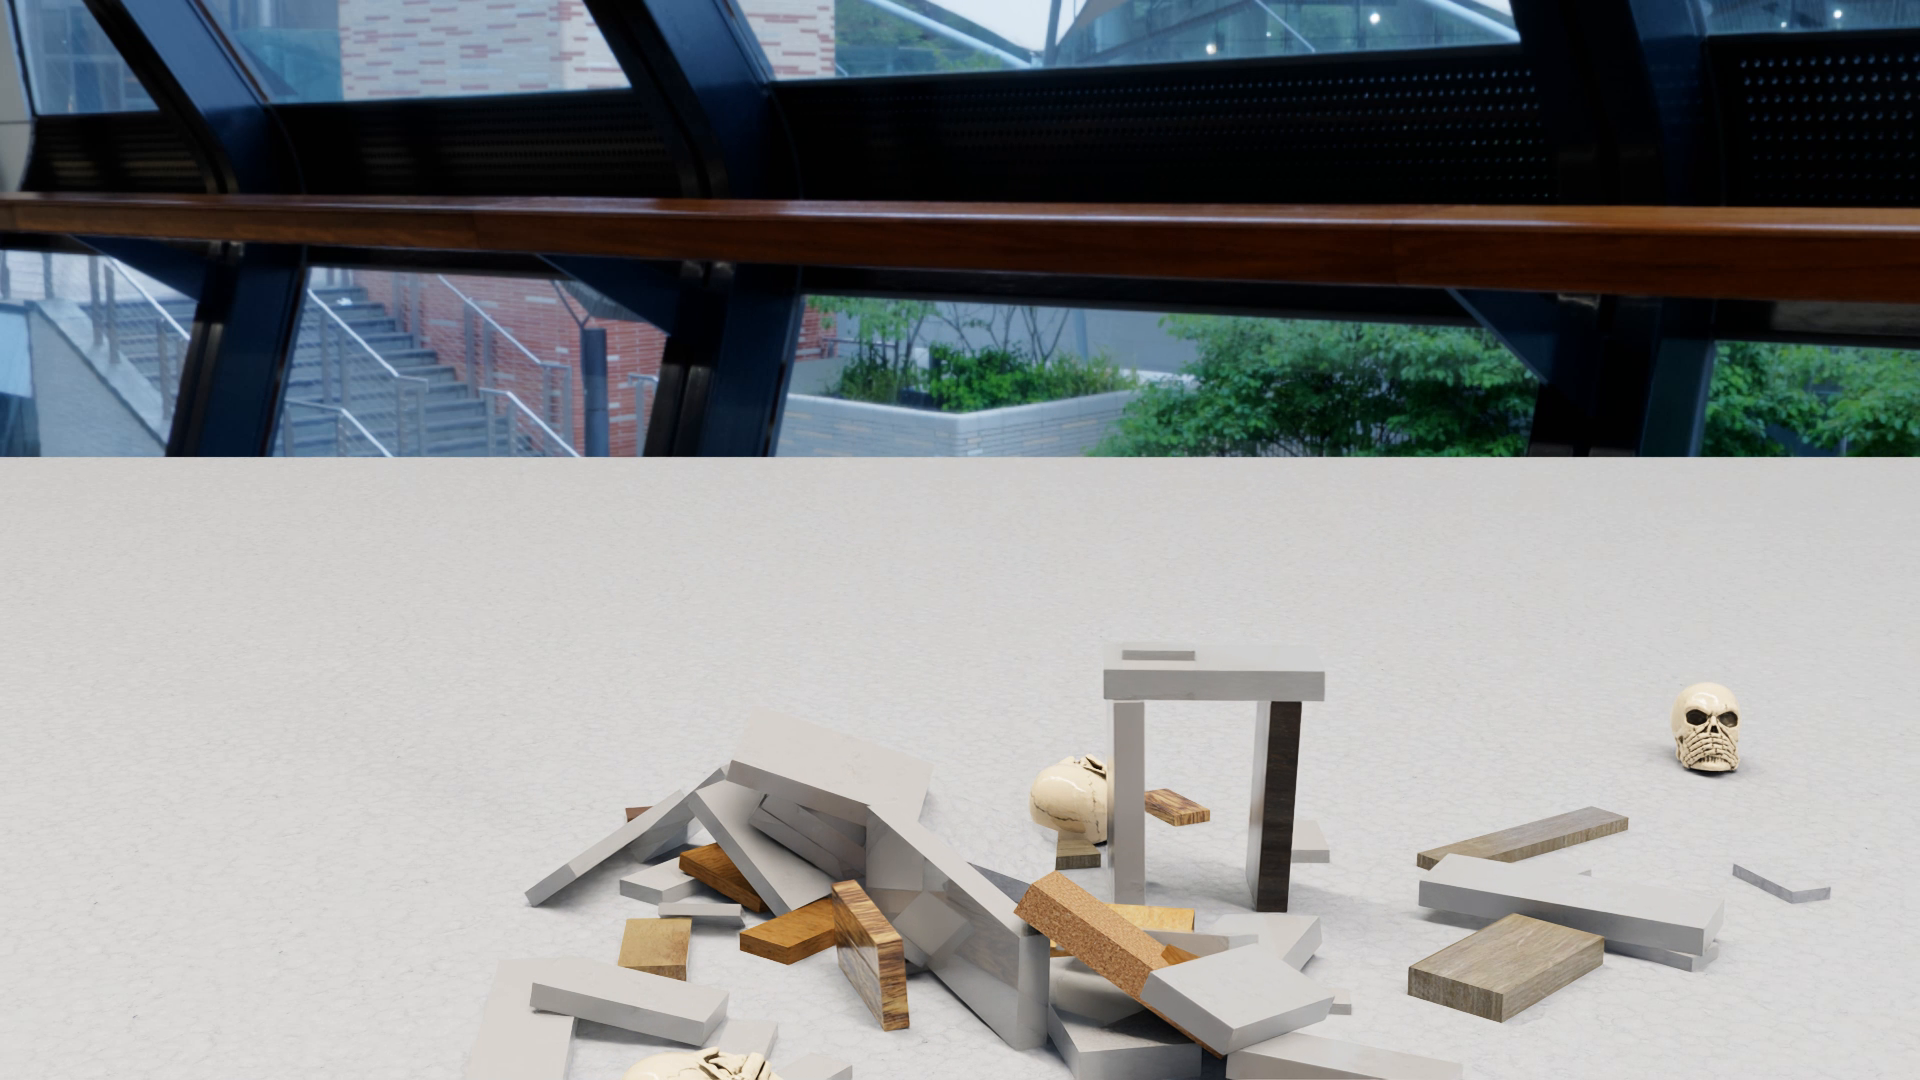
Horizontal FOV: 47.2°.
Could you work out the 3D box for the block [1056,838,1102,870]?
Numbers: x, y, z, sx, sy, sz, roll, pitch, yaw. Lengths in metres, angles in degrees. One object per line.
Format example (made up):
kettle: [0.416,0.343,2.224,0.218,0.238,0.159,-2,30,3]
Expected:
block: [0.152,0.549,3.823,0.168,0.024,0.084,-2,11,-12]

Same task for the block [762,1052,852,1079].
block: [-0.213,0.720,2.914,0.070,0.020,0.140,7,13,34]

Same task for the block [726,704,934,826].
block: [-0.209,0.378,3.583,0.313,0.044,0.157,18,31,0]

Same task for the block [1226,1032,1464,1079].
block: [0.497,0.685,2.838,0.276,0.039,0.138,6,3,23]

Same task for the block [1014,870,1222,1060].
block: [0.242,0.583,3.041,0.338,0.048,0.169,34,6,13]

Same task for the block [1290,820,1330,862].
block: [0.602,0.534,3.904,0.084,0.024,0.167,0,11,1]

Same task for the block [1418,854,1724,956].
block: [0.969,0.576,3.495,0.443,0.044,0.154,6,12,29]

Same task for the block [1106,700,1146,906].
block: [0.273,0.417,3.634,0.050,0.353,0.176,-1,11,0]

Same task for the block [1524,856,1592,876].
block: [0.977,0.572,3.702,0.168,0.024,0.084,-9,14,-39]

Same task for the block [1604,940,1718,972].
block: [1.016,0.615,3.470,0.084,0.024,0.342,-10,15,-44]

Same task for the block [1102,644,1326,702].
block: [0.411,0.217,3.603,0.353,0.050,0.176,0,11,3]

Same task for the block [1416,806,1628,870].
block: [1.003,0.534,3.903,0.464,0.024,0.084,-7,13,-35]

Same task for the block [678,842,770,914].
block: [-0.365,0.560,3.661,0.196,0.028,0.098,21,21,37]

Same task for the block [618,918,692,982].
block: [-0.467,0.630,3.377,0.102,0.029,0.203,-1,11,-4]

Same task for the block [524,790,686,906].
block: [-0.602,0.526,3.787,0.102,0.029,0.429,-35,-2,21]

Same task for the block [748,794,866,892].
block: [-0.212,0.489,3.636,0.264,0.037,0.132,33,29,-4]

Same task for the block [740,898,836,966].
block: [-0.239,0.614,3.460,0.102,0.029,0.203,8,13,37]

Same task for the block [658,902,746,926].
block: [-0.410,0.595,3.498,0.131,0.018,0.065,1,-24,3]

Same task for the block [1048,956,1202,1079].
block: [0.209,0.671,3.104,0.169,0.048,0.338,-2,11,-11]

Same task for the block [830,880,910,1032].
block: [-0.133,0.605,3.221,0.037,0.132,0.264,-8,12,-16]

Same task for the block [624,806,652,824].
block: [-0.550,0.509,4.057,0.131,0.018,0.065,-2,11,-12]

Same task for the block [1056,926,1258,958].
block: [0.289,0.587,3.209,0.264,0.037,0.132,-1,-9,26]

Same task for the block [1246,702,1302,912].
block: [0.517,0.416,3.634,0.050,0.353,0.176,3,11,1]

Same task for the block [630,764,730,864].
block: [-0.447,0.462,3.813,0.264,0.037,0.132,-41,-12,29]

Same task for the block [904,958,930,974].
block: [-0.100,0.635,3.377,0.065,0.018,0.131,-6,12,-30]

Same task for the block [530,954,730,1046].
block: [-0.467,0.651,3.118,0.252,0.036,0.126,11,10,8]

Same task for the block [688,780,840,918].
block: [-0.315,0.500,3.610,0.132,0.037,0.264,-18,57,-47]

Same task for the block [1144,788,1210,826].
block: [0.393,0.498,4.104,0.076,0.022,0.152,-5,12,-26]

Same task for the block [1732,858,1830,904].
block: [1.381,0.573,3.699,0.076,0.022,0.152,-3,11,-18]

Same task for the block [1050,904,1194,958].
block: [0.223,0.610,3.383,0.264,0.037,0.132,2,23,11]

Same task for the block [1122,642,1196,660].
block: [0.326,0.182,3.607,0.118,0.017,0.059,0,11,4]

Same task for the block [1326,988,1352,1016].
block: [0.508,0.669,3.198,0.118,0.017,0.059,1,11,6]

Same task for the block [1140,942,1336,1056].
block: [0.373,0.609,2.932,0.138,0.039,0.276,30,17,33]

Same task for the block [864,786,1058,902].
block: [0.004,0.494,3.624,0.313,0.044,0.157,20,31,-6]

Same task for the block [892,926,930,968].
block: [-0.110,0.599,3.344,0.076,0.022,0.152,38,-7,-26]

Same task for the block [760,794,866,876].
block: [-0.164,0.470,3.630,0.313,0.044,0.157,34,29,-3]

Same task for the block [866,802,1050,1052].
block: [-0.013,0.562,3.270,0.048,0.169,0.547,-5,15,-24]

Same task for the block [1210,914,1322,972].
block: [0.421,0.629,3.281,0.154,0.044,0.309,-3,8,26]

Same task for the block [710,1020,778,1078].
block: [-0.296,0.699,3.027,0.070,0.020,0.140,1,11,5]

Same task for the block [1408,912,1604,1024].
block: [0.821,0.637,3.294,0.154,0.044,0.309,10,14,42]

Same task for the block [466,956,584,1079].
block: [-0.584,0.716,2.895,0.126,0.036,0.807,-1,11,-6]

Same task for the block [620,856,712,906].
block: [-0.468,0.568,3.709,0.098,0.028,0.196,8,13,36]

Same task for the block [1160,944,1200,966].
block: [0.349,0.608,3.062,0.140,0.020,0.070,28,7,-36]
